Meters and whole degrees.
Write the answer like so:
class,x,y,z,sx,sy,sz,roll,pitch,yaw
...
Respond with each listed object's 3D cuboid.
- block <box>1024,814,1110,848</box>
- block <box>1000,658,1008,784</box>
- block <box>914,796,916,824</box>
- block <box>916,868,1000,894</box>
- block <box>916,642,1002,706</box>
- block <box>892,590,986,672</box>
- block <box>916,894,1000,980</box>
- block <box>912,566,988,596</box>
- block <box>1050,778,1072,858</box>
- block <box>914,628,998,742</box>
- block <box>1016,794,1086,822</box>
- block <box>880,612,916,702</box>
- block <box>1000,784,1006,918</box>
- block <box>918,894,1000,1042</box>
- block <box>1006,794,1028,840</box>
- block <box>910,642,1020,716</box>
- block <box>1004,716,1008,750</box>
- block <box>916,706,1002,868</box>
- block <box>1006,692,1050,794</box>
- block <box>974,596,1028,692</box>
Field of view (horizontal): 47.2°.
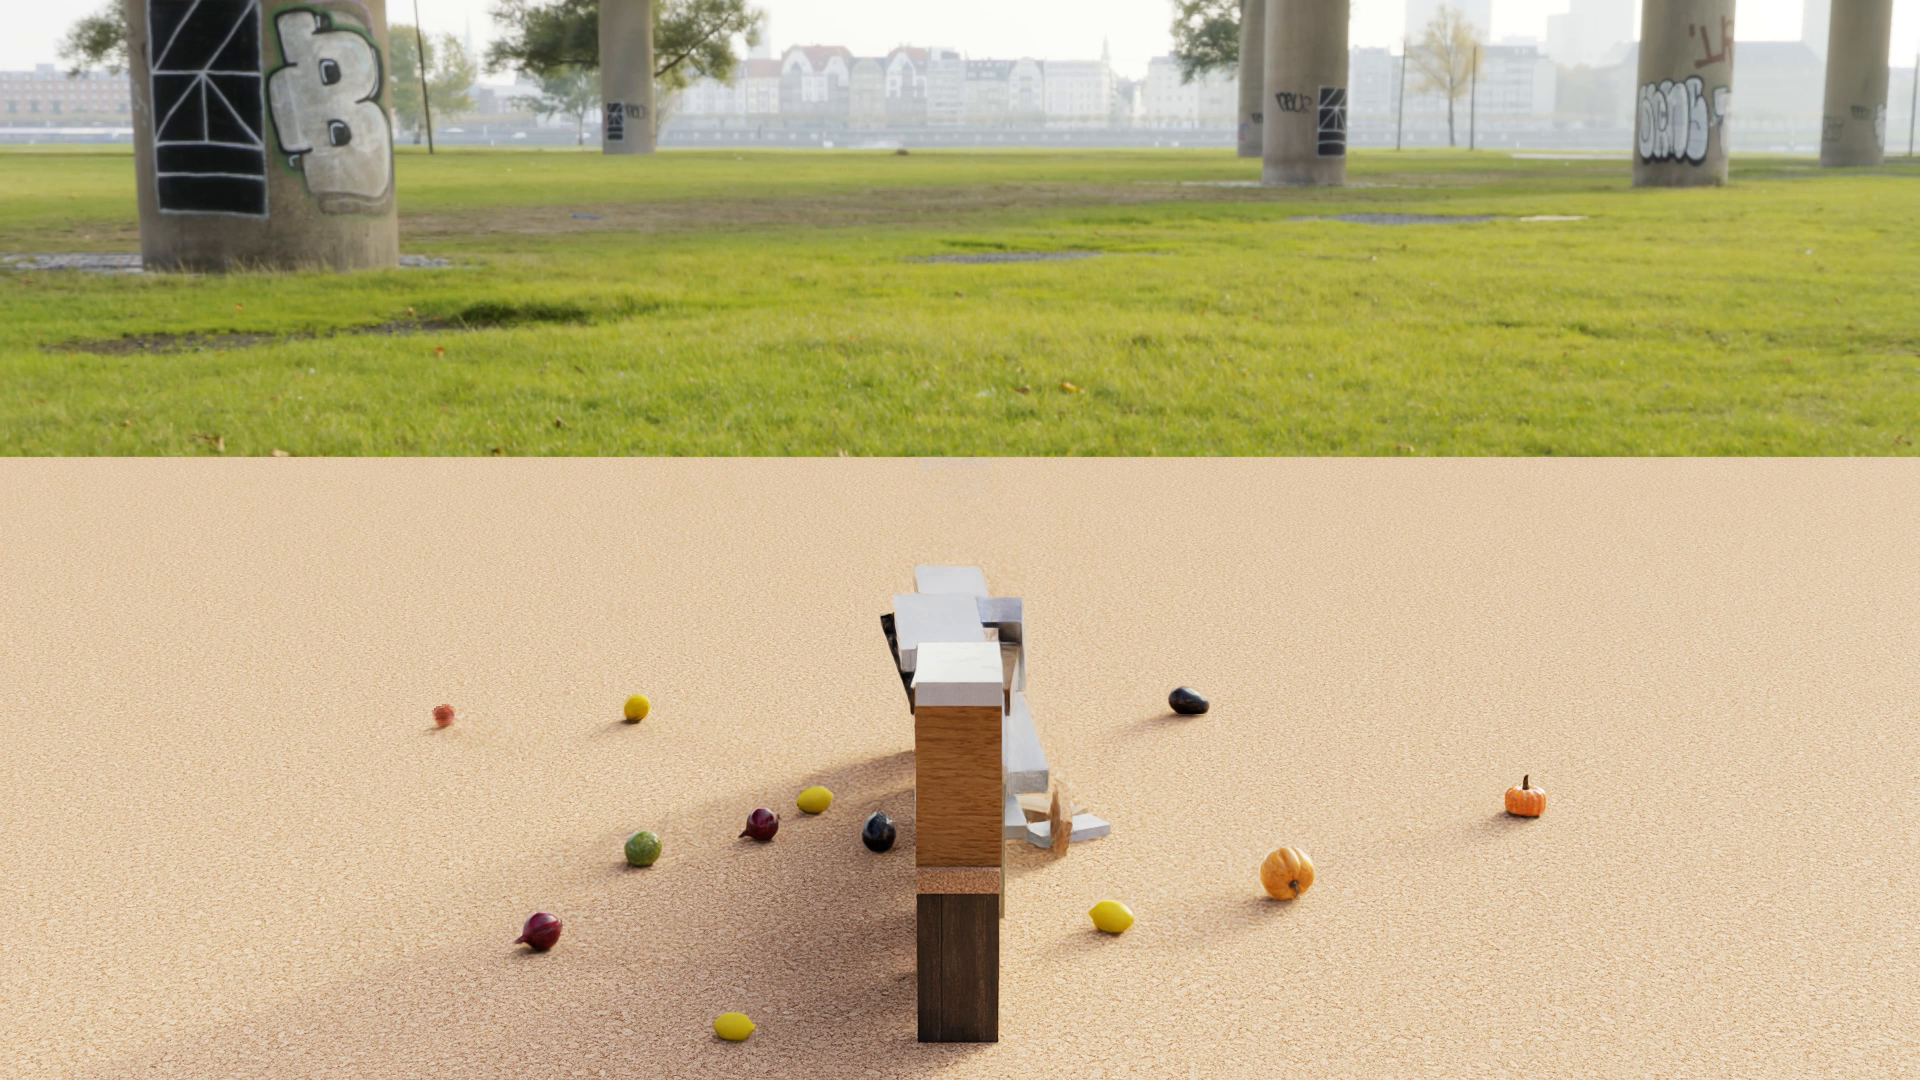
class,x,y,z,sx,sy,sz,roll,pitch,yaw
block,0.190,0.524,3.968,0.146,0.021,0.073,-6,12,-29
block,0.001,0.278,3.393,0.135,0.038,0.270,-2,32,0
block,-0.004,0.376,3.347,0.126,0.036,0.251,0,10,0
block,-0.003,0.447,3.114,0.113,0.032,0.226,0,11,0
block,-0.001,0.185,3.063,0.117,0.033,0.234,0,11,0
block,-0.035,0.146,3.577,0.135,0.038,0.270,-3,17,-4
block,-0.003,0.532,3.292,0.126,0.251,0.036,0,11,0
block,-0.014,0.127,4.495,0.141,0.040,0.283,2,22,-7
block,0.178,0.492,3.896,0.021,0.073,0.146,8,23,-5
block,-0.003,0.236,3.533,0.135,0.038,0.270,-1,32,1
block,0.154,0.503,4.083,0.146,0.021,0.073,7,12,33
block,-0.053,0.271,4.560,0.141,0.283,0.040,-19,-13,-6
block,0.003,0.471,3.546,0.139,0.278,0.039,0,11,0
block,-0.003,0.587,3.064,0.113,0.226,0.032,0,11,0
block,0.049,0.469,3.927,0.100,0.028,0.201,-1,26,-12
block,0.012,0.232,3.725,0.163,0.046,0.326,1,11,4
block,0.006,0.299,3.604,0.139,0.039,0.278,0,11,0
block,-0.002,0.331,3.011,0.117,0.234,0.033,0,11,0
block,0.056,0.370,4.052,0.163,0.046,0.326,-1,22,-8
block,0.035,0.190,3.957,0.163,0.046,0.326,1,-26,4
